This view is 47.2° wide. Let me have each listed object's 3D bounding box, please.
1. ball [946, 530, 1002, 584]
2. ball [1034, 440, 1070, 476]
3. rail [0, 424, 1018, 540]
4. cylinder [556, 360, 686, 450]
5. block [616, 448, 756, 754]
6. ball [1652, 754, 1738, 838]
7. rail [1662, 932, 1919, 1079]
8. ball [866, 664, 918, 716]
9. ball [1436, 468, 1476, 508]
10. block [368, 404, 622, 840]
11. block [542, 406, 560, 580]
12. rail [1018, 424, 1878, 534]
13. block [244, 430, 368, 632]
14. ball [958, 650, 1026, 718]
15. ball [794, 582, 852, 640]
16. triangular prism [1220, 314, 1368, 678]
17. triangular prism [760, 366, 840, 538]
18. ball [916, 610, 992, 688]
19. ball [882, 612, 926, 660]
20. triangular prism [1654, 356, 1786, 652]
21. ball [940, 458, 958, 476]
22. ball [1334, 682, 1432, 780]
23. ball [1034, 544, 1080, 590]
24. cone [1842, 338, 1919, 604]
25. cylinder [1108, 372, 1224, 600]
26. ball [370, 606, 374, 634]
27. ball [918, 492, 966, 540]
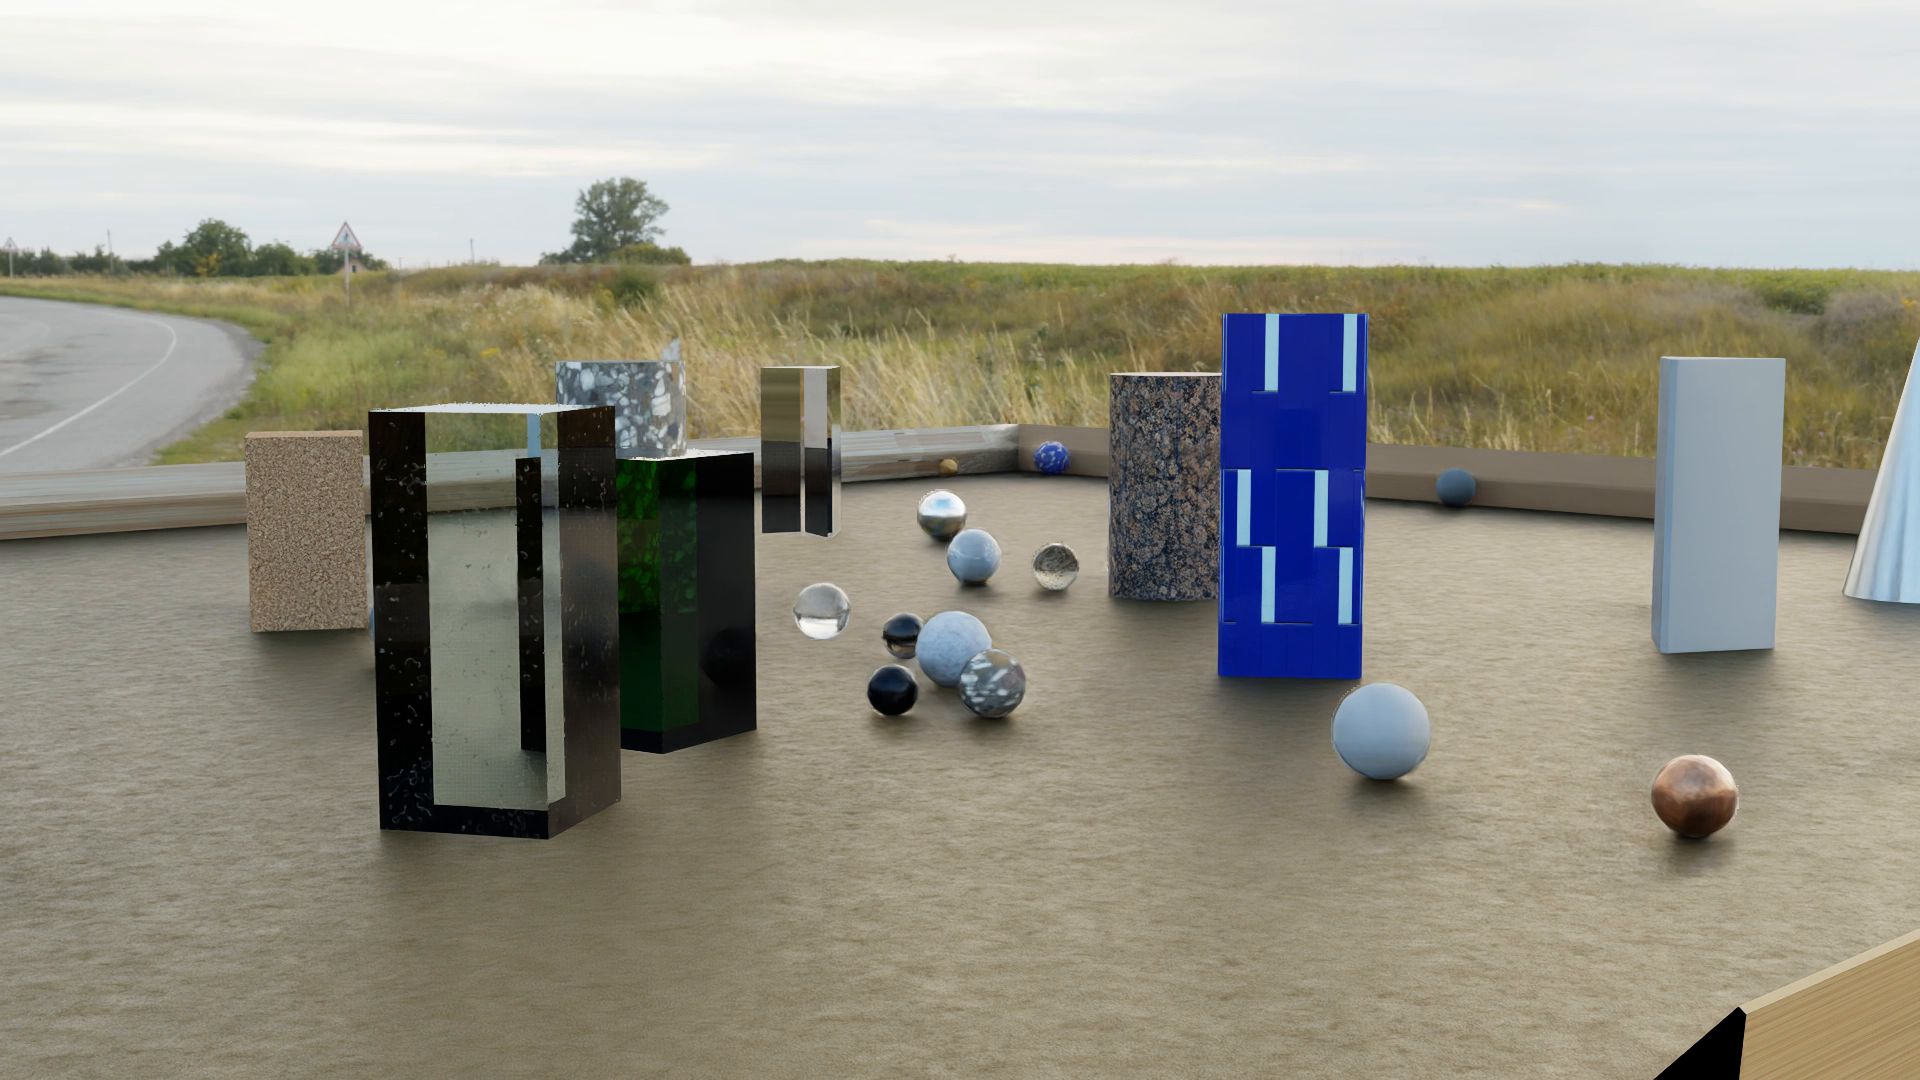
[{"bbox_3d":[0.023,0.027,3.586,0.089,0.089,0.089,0,6,0],"label":"ball"},{"bbox_3d":[0.246,-0.219,5.916,0.095,0.095,0.095,0,6,0],"label":"ball"},{"bbox_3d":[-1.314,-0.115,4.748,4.065,0.127,0.045,-5,8,-42],"label":"rail"},{"bbox_3d":[-0.515,-0.089,3.358,0.196,0.367,0.196,0,6,0],"label":"cylinder"},{"bbox_3d":[-0.325,0.057,2.303,0.157,0.296,0.157,4,7,32],"label":"block"},{"bbox_3d":[0.623,0.217,1.864,0.070,0.070,0.070,0,6,0],"label":"ball"},{"bbox_3d":[1.314,0.181,1.916,4.065,0.127,0.045,-5,8,-42],"label":"rail"},{"bbox_3d":[-0.074,0.165,2.419,0.057,0.057,0.057,0,6,0],"label":"ball"},{"bbox_3d":[1.122,-0.118,4.978,0.088,0.088,0.088,0,6,0],"label":"ball"},{"bbox_3d":[-0.404,0.064,1.931,0.157,0.359,0.157,2,6,14],"label":"block"},{"bbox_3d":[-0.584,-0.079,3.652,0.157,0.286,0.157,-5,8,-39],"label":"block"},{"bbox_3d":[1.476,-0.109,4.687,0.045,0.127,3.922,-5,8,-42],"label":"rail"},{"bbox_3d":[-0.929,-0.017,3.133,0.157,0.270,0.157,-2,6,-15],"label":"block"},{"bbox_3d":[0.035,0.157,2.407,0.075,0.075,0.075,0,6,0],"label":"ball"},{"bbox_3d":[-0.186,0.097,2.975,0.077,0.077,0.077,0,6,0],"label":"ball"},{"bbox_3d":[0.410,-0.060,2.727,0.170,0.440,0.147,1,6,7],"label":"triangular prism"},{"bbox_3d":[-0.285,-0.179,4.394,0.170,0.331,0.147,4,7,33],"label":"triangular prism"},{"bbox_3d":[-0.007,0.129,2.602,0.091,0.091,0.091,0,6,0],"label":"ball"},{"bbox_3d":[-0.070,0.122,2.814,0.060,0.060,0.060,0,6,0],"label":"ball"},{"bbox_3d":[0.976,-0.052,2.938,0.170,0.381,0.147,-2,6,-17],"label":"triangular prism"},{"bbox_3d":[-0.031,-0.194,5.893,0.049,0.049,0.049,0,6,0],"label":"ball"},{"bbox_3d":[0.402,0.182,2.092,0.092,0.092,0.092,0,6,0],"label":"ball"},{"bbox_3d":[0.154,0.043,3.507,0.074,0.074,0.074,0,6,0],"label":"ball"},{"bbox_3d":[1.487,-0.118,3.424,0.196,0.411,0.196,0,6,0],"label":"cone"},{"bbox_3d":[0.332,-0.088,3.457,0.196,0.345,0.196,0,6,0],"label":"cylinder"},{"bbox_3d":[-0.720,0.104,2.853,0.087,0.087,0.087,0,6,0],"label":"ball"},{"bbox_3d":[-0.034,-0.047,4.267,0.094,0.094,0.094,0,6,0],"label":"ball"}]
